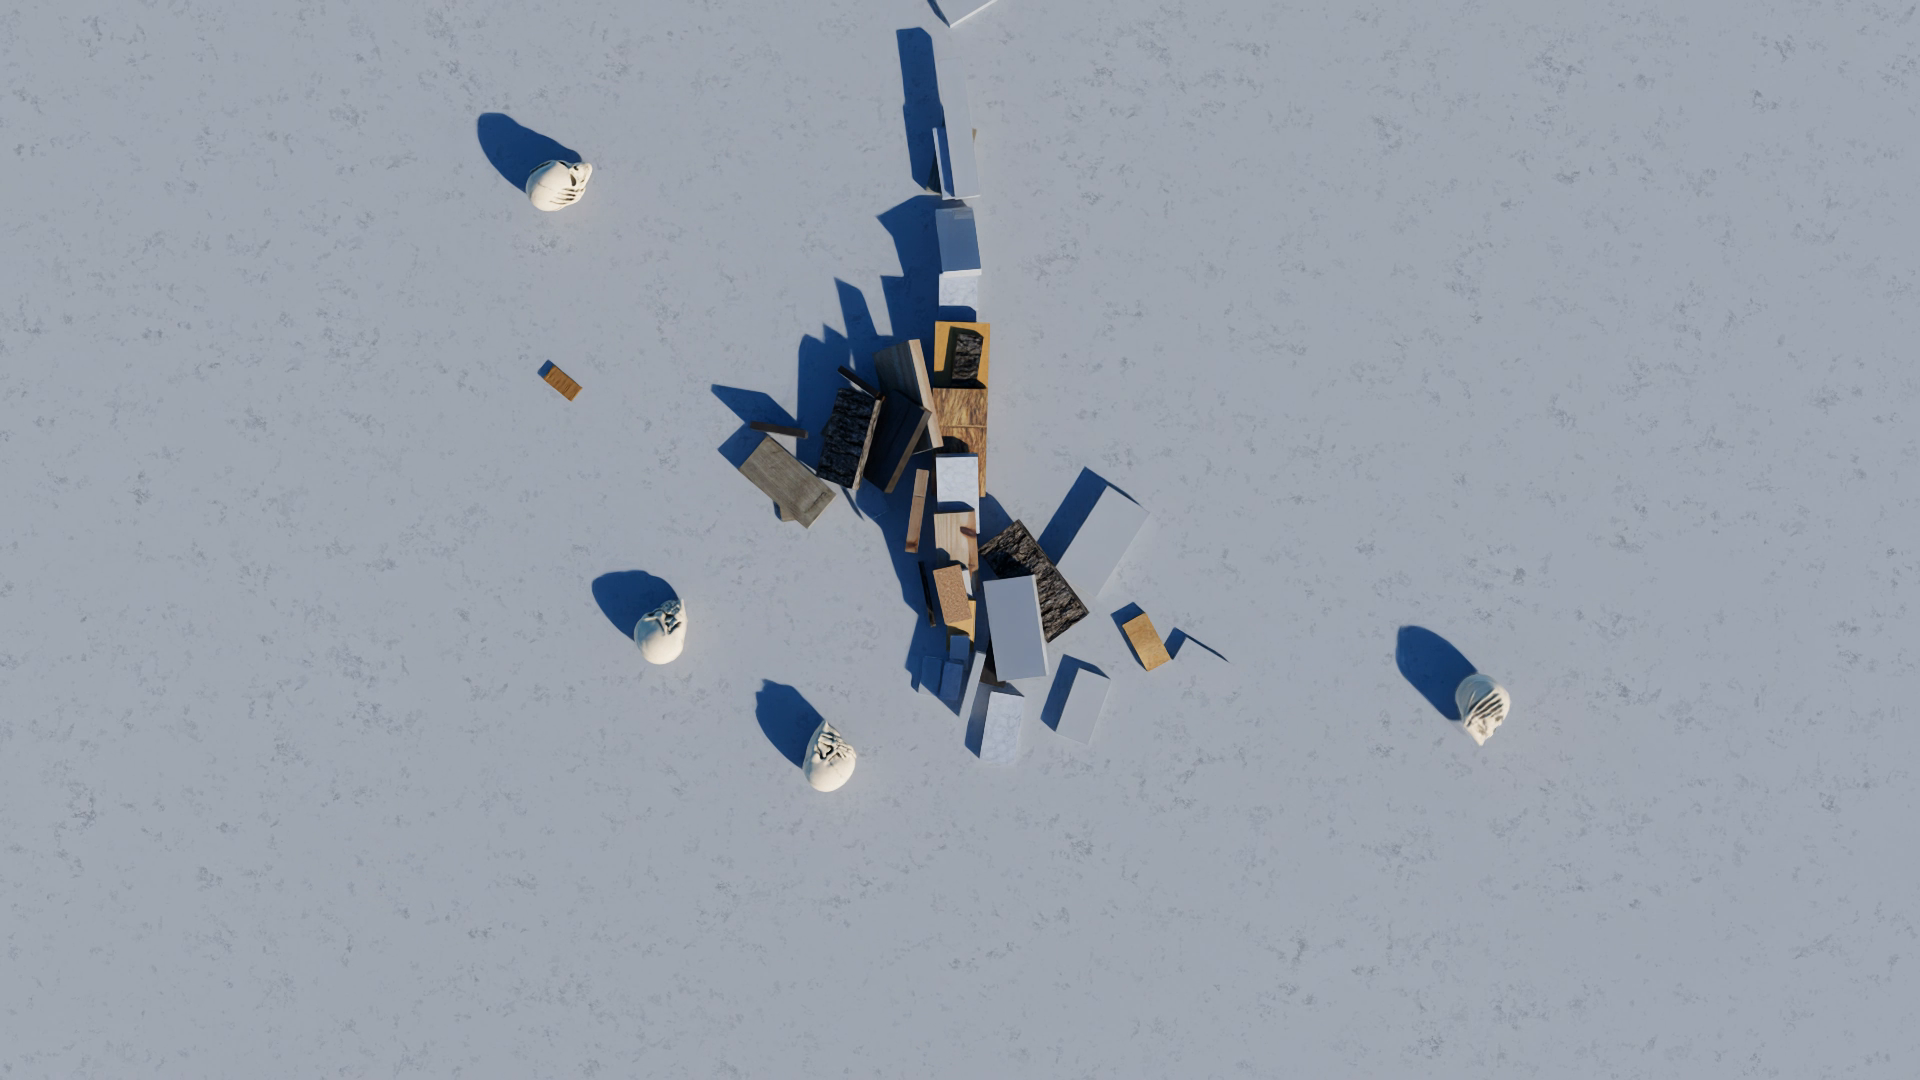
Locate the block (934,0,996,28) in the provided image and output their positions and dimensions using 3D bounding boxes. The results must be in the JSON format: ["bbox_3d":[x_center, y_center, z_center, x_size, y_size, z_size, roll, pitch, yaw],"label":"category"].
[{"bbox_3d":[0.038,-1.816,5.483,0.233,0.033,0.117,-31,90,0],"label":"block"}]

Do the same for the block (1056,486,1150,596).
[{"bbox_3d":[0.470,0.005,5.476,0.166,0.047,0.332,33,90,0],"label":"block"}]

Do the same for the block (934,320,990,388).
[{"bbox_3d":[0.004,-0.540,5.440,0.179,0.051,0.357,2,101,0],"label":"block"}]

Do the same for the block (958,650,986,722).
[{"bbox_3d":[0.039,0.482,5.442,0.033,0.115,0.230,15,90,0],"label":"block"}]

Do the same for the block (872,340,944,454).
[{"bbox_3d":[-0.172,-0.462,5.419,0.179,0.051,0.357,-13,90,45],"label":"block"}]

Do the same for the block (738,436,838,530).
[{"bbox_3d":[-0.571,-0.189,5.467,0.302,0.043,0.151,40,87,3],"label":"block"}]

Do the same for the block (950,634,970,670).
[{"bbox_3d":[-0.002,0.371,5.466,0.063,0.018,0.126,3,114,0],"label":"block"}]

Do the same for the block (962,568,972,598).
[{"bbox_3d":[-0.005,0.184,5.454,0.091,0.026,0.182,-8,111,2],"label":"block"}]

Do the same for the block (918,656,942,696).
[{"bbox_3d":[-0.099,0.453,5.491,0.063,0.018,0.126,8,90,0],"label":"block"}]

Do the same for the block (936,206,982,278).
[{"bbox_3d":[-0.007,-0.981,5.427,0.125,0.035,0.249,-5,65,-4],"label":"block"}]

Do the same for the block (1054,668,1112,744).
[{"bbox_3d":[0.409,0.552,5.484,0.115,0.033,0.230,20,90,0],"label":"block"}]

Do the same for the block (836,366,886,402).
[{"bbox_3d":[-0.324,-0.513,5.436,0.166,0.083,0.023,36,90,17],"label":"block"}]

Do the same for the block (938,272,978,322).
[{"bbox_3d":[-0.008,-0.759,5.447,0.125,0.035,0.249,1,105,-1],"label":"block"}]

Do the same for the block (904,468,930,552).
[{"bbox_3d":[-0.141,-0.095,5.432,0.038,0.135,0.271,8,90,0],"label":"block"}]

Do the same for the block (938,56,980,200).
[{"bbox_3d":[-0.004,-1.353,5.422,0.083,0.023,0.457,-7,90,0],"label":"block"}]

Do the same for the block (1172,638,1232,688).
[{"bbox_3d":[0.806,0.407,5.487,0.177,0.025,0.089,31,90,0],"label":"block"}]

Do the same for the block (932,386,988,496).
[{"bbox_3d":[-0.002,-0.324,5.433,0.179,0.051,0.357,1,104,0],"label":"block"}]

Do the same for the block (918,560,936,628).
[{"bbox_3d":[-0.109,0.179,5.471,0.017,0.059,0.220,-11,90,0],"label":"block"}]

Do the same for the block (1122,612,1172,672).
[{"bbox_3d":[0.620,0.339,5.487,0.089,0.025,0.177,-29,90,0],"label":"block"}]

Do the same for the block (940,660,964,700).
[{"bbox_3d":[-0.028,0.468,5.477,0.063,0.018,0.126,9,103,0],"label":"block"}]

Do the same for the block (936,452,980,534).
[{"bbox_3d":[-0.007,-0.152,5.426,0.135,0.038,0.271,-1,114,1],"label":"block"}]

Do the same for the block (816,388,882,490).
[{"bbox_3d":[-0.365,-0.333,5.416,0.151,0.043,0.302,20,100,28],"label":"block"}]

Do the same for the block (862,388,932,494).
[{"bbox_3d":[-0.221,-0.322,5.378,0.151,0.043,0.302,37,108,29],"label":"block"}]

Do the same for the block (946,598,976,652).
[{"bbox_3d":[0.003,0.280,5.458,0.091,0.026,0.182,2,109,0],"label":"block"}]

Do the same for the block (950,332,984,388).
[{"bbox_3d":[0.024,-0.588,5.393,0.083,0.023,0.166,9,101,-2],"label":"block"}]

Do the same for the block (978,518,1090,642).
[{"bbox_3d":[0.243,0.136,5.452,0.166,0.047,0.388,-37,90,18],"label":"block"}]

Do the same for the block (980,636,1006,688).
[{"bbox_3d":[0.126,0.395,5.487,0.089,0.025,0.177,15,90,0],"label":"block"}]

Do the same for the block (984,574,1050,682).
[{"bbox_3d":[0.185,0.289,5.426,0.166,0.047,0.332,-8,91,16],"label":"block"}]

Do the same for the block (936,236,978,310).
[{"bbox_3d":[-0.008,-0.888,5.482,0.125,0.035,0.249,-3,90,0],"label":"block"}]

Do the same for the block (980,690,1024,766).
[{"bbox_3d":[0.139,0.625,5.484,0.115,0.033,0.230,10,90,0],"label":"block"}]

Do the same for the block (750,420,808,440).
[{"bbox_3d":[-0.597,-0.363,5.454,0.183,0.091,0.026,10,90,0],"label":"block"}]

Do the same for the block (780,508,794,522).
[{"bbox_3d":[-0.538,-0.097,5.492,0.118,0.017,0.059,-9,90,0],"label":"block"}]

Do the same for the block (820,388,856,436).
[{"bbox_3d":[-0.377,-0.405,5.487,0.091,0.026,0.183,33,90,0],"label":"block"}]

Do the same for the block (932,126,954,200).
[{"bbox_3d":[-0.017,-1.250,5.450,0.117,0.033,0.233,-8,90,0],"label":"block"}]

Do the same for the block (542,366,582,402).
[{"bbox_3d":[-1.323,-0.521,5.492,0.118,0.017,0.059,39,90,0],"label":"block"}]

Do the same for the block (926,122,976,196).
[{"bbox_3d":[-0.028,-1.262,5.483,0.117,0.033,0.233,14,90,0],"label":"block"}]

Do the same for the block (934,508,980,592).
[{"bbox_3d":[-0.010,0.037,5.445,0.135,0.038,0.271,-3,106,0],"label":"block"}]

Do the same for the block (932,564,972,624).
[{"bbox_3d":[-0.024,0.177,5.402,0.091,0.026,0.182,-13,95,1],"label":"block"}]

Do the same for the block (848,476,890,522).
[{"bbox_3d":[-0.318,-0.160,5.487,0.091,0.026,0.183,-29,90,0],"label":"block"}]
